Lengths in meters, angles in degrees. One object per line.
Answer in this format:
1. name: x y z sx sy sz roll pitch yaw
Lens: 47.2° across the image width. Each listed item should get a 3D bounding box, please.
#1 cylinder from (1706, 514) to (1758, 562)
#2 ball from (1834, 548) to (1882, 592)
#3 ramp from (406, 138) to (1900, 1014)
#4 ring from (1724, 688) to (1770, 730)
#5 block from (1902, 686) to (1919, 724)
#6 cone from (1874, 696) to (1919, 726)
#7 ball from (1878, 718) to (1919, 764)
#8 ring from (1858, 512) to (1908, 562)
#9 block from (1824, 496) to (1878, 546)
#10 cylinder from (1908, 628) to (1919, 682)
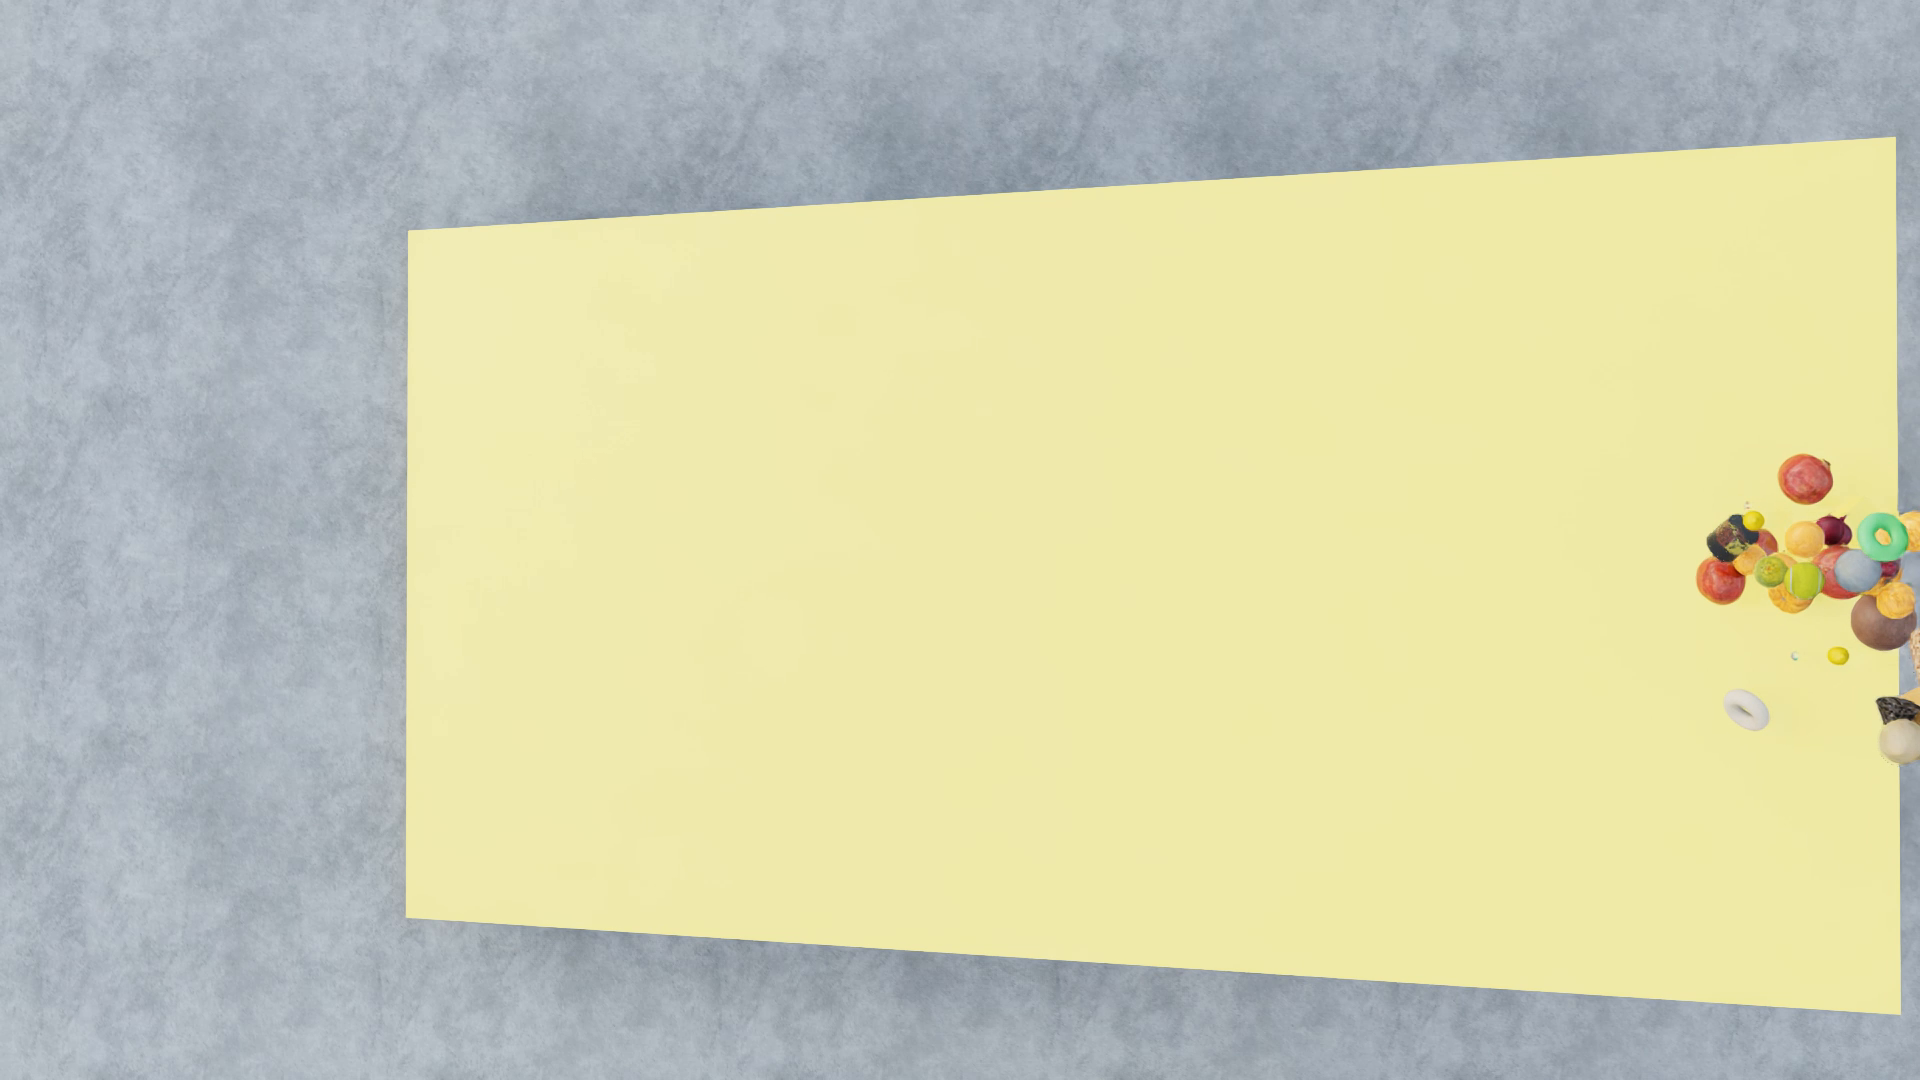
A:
1. cylinder: 1.701 -0.004 4.842 0.078 0.078 0.078 13 54 -18
2. ball: 1.655 0.057 4.052 0.082 0.082 0.082 0 89 0
3. ramp: 0.281 0.089 5.756 4.000 0.100 2.000 0 89 20
4. ring: 1.785 0.386 4.992 0.038 0.113 0.113 -40 89 -21
5. block: 1.948 0.358 4.451 0.080 0.080 0.080 23 49 -27
6. cone: 1.882 0.371 4.430 0.084 0.084 0.084 -5 119 0
7. ball: 1.829 0.391 4.266 0.088 0.088 0.088 0 89 0
8. ring: 1.554 -0.005 3.703 0.087 0.029 0.087 1 72 -4
9. block: 2.014 -0.042 4.944 0.081 0.081 0.081 -38 90 -2
10. cylinder: 1.743 0.211 3.901 0.095 0.095 0.095 3 52 0
